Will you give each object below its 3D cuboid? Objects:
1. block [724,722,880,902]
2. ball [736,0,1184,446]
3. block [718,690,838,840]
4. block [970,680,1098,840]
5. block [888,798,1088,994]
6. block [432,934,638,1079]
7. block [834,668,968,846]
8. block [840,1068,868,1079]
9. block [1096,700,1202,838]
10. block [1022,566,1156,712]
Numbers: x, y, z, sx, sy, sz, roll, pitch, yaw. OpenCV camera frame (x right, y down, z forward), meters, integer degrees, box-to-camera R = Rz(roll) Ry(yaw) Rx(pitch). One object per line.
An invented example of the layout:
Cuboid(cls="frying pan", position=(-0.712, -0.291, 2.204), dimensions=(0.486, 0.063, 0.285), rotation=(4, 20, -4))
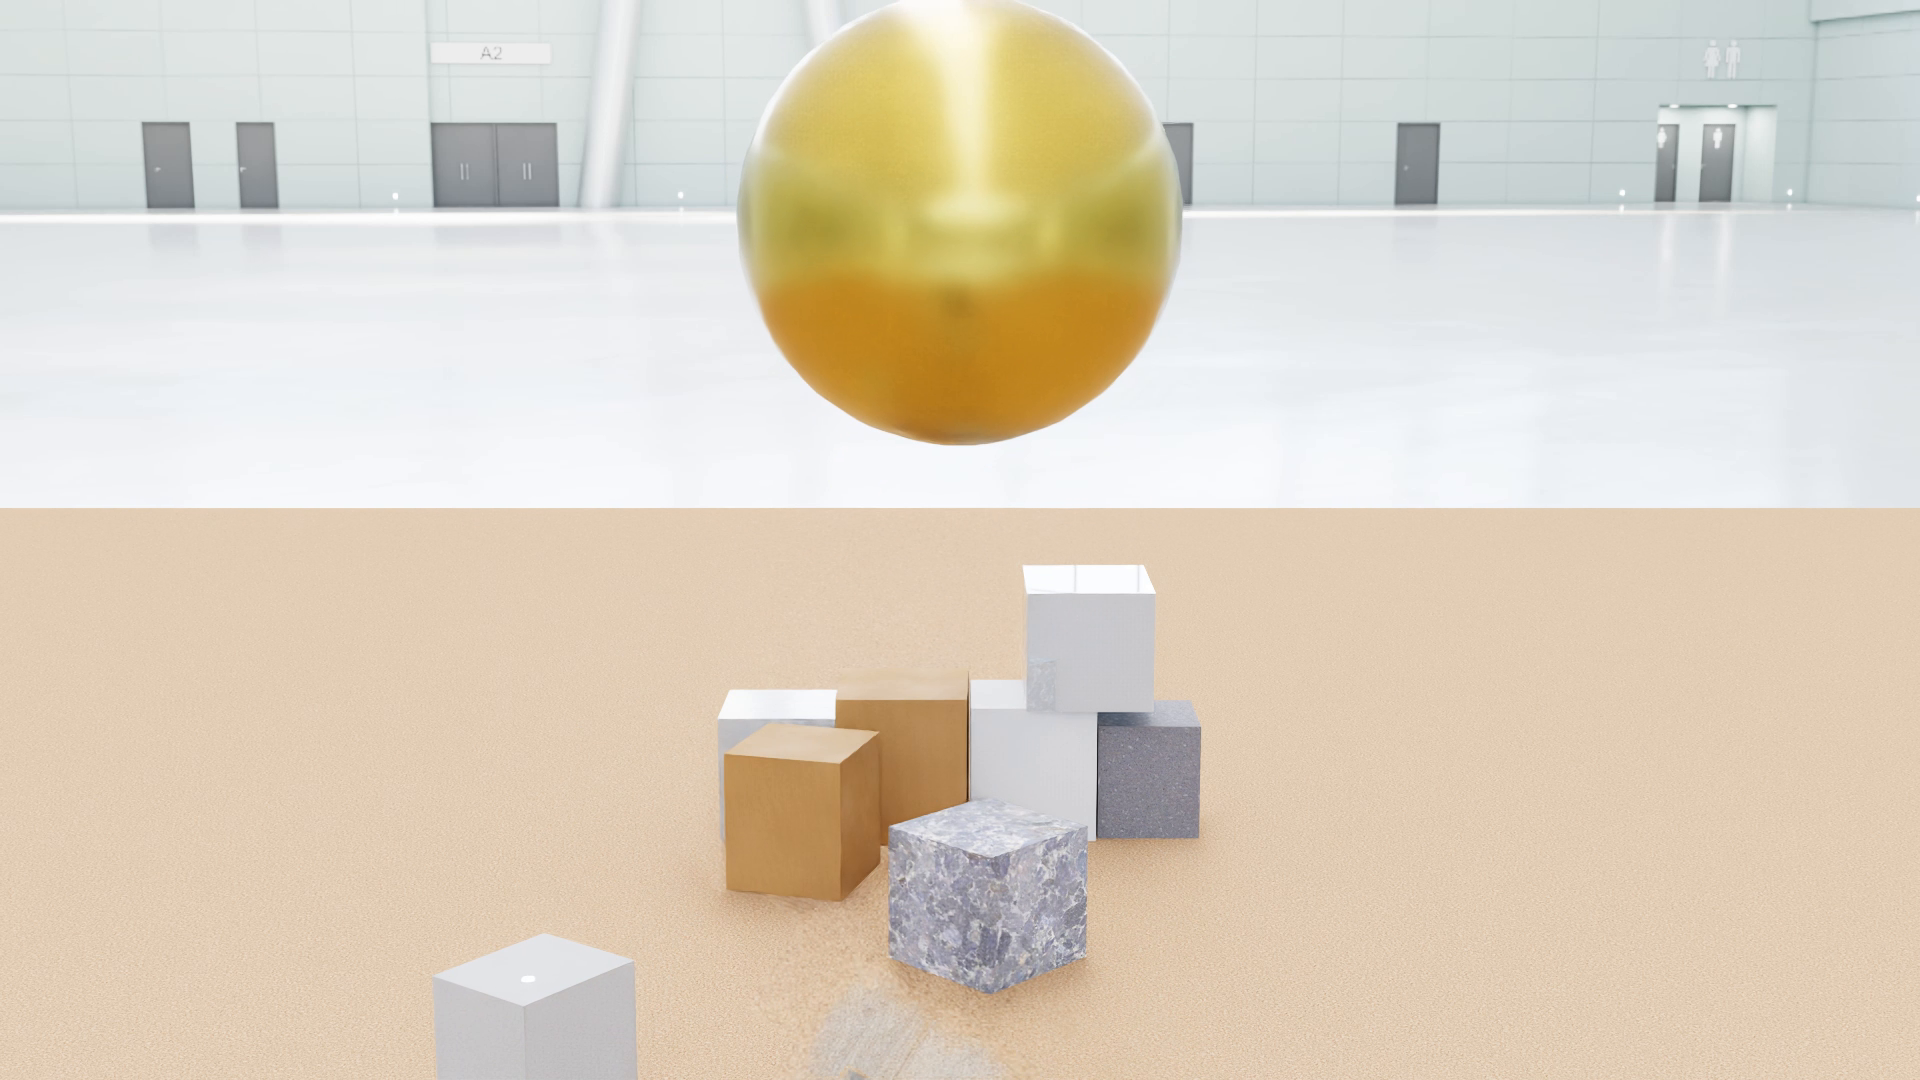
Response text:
Cuboid(cls="block", position=(-0.750, 1.296, 10.565), dimensions=(0.577, 0.669, 0.580), rotation=(3, 11, 16))
Cuboid(cls="ball", position=(0.000, -1.138, 7.881), dimensions=(1.600, 1.600, 1.600), rotation=(0, 10, 0))
Cuboid(cls="block", position=(-0.923, 1.160, 11.409), dimensions=(0.592, 0.636, 0.586), rotation=(0, 10, 0))
Cuboid(cls="block", position=(0.372, 1.134, 11.389), dimensions=(0.635, 0.694, 0.587), rotation=(0, 10, 0))
Cuboid(cls="block", position=(0.121, 1.524, 9.522), dimensions=(0.607, 0.594, 0.608), rotation=(10, 14, 43))
Cuboid(cls="block", position=(-1.567, 1.822, 8.140), dimensions=(0.481, 0.502, 0.549), rotation=(8, 13, 36))
Cuboid(cls="block", position=(-0.290, 1.108, 11.358), dimensions=(0.661, 0.757, 0.676), rotation=(0, 10, 1))
Cuboid(cls="block", position=(-0.165, 1.556, 5.009), dimensions=(0.474, 0.464, 0.546), rotation=(31, -9, 0))
Cuboid(cls="block", position=(0.959, 1.183, 11.411), dimensions=(0.518, 0.589, 0.529), rotation=(0, 10, 0))
Cuboid(cls="block", position=(0.648, 0.496, 11.270), dimensions=(0.635, 0.605, 0.722), rotation=(0, 10, 0))
